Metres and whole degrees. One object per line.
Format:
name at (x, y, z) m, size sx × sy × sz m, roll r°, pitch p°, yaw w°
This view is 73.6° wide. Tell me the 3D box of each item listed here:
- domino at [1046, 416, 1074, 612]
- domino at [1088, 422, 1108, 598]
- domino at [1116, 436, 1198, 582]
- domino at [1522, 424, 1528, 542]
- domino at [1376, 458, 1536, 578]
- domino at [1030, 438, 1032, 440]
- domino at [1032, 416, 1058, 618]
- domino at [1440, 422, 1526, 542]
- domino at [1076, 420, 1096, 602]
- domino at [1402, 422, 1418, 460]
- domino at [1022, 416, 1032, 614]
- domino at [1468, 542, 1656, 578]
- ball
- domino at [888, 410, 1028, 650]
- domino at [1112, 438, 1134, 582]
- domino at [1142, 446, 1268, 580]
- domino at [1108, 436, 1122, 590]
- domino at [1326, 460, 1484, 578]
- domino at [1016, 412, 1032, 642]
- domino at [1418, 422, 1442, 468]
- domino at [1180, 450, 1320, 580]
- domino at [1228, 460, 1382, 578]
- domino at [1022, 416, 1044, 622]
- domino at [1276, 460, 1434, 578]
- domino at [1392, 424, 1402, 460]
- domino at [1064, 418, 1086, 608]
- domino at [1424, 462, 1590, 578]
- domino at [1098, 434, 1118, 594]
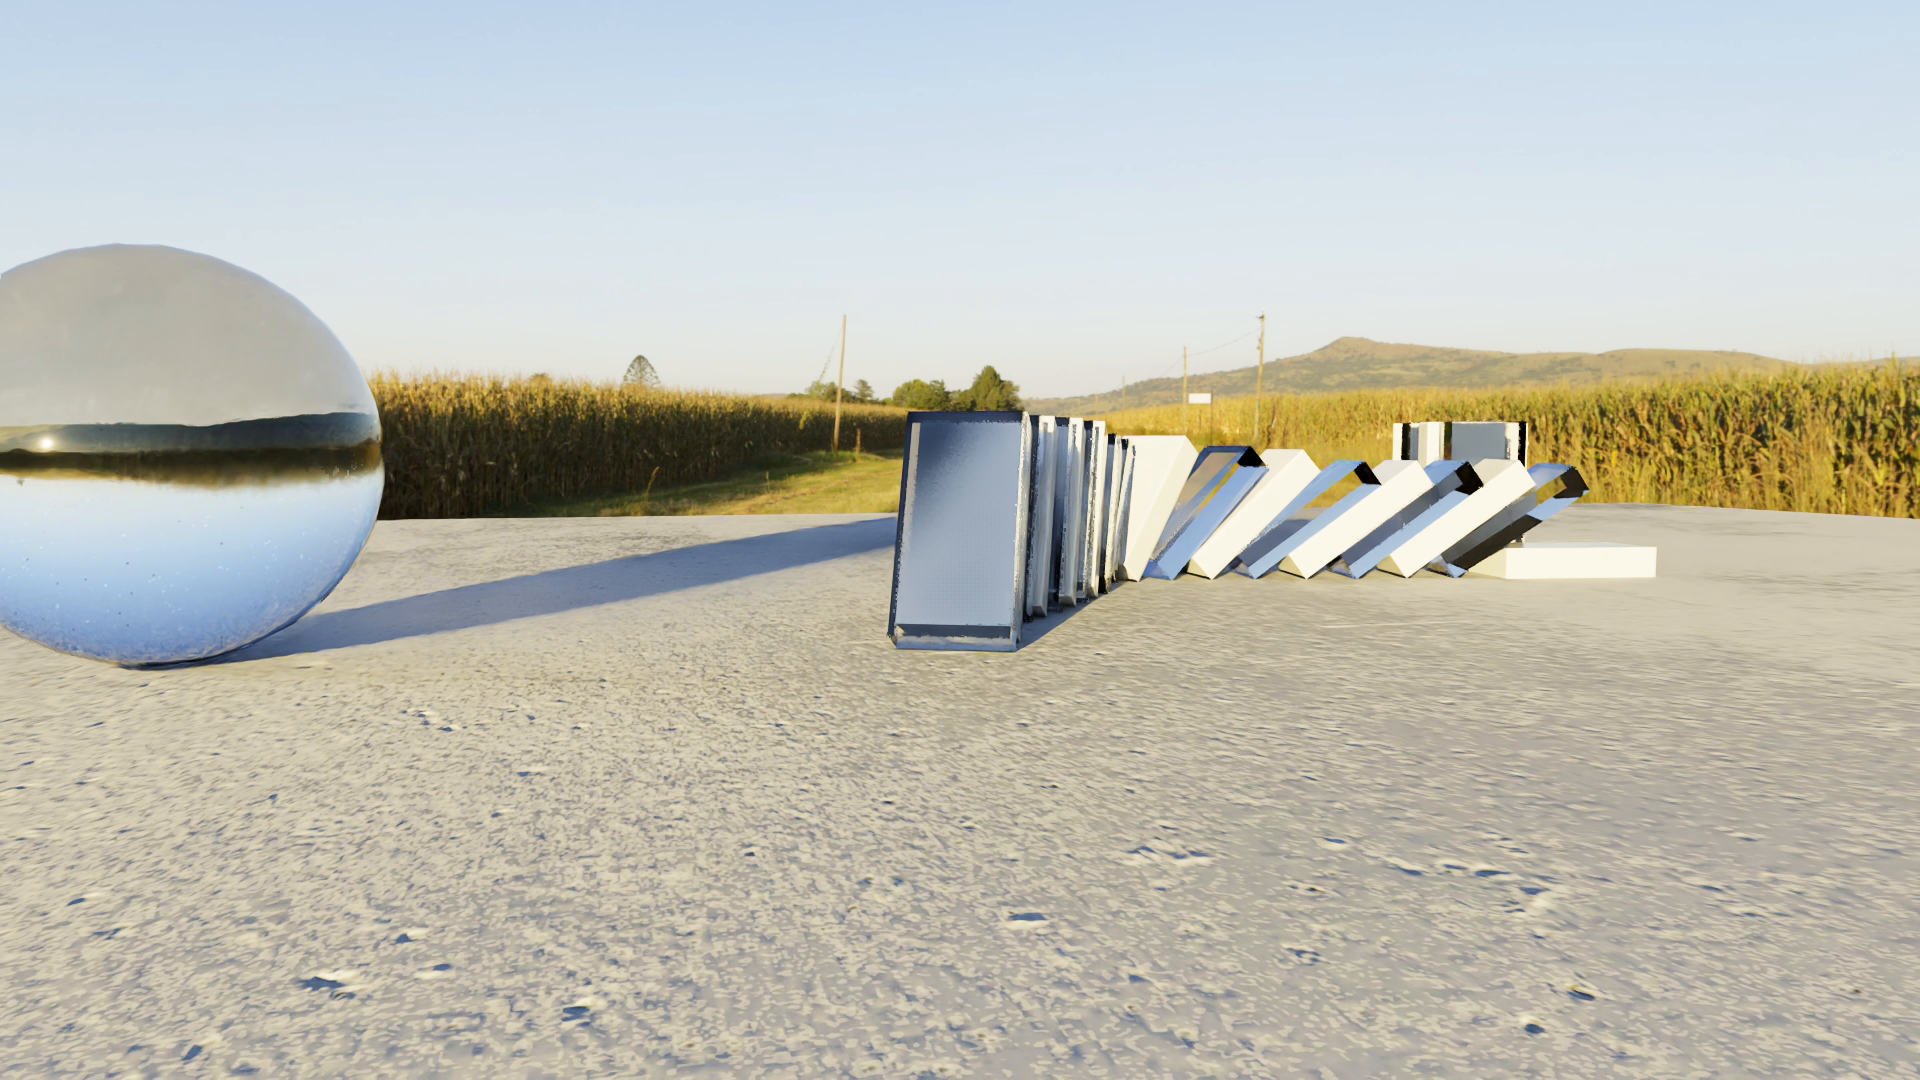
domino at (0.015, -0.007, 0.331) m, size 0.025 × 0.050 × 0.009 m, roll 1°, pitch -20°, yaw 12°
domino at (0.027, -0.009, 0.362) m, size 0.025 × 0.050 × 0.009 m, roll 1°, pitch -22°, yaw 13°
domino at (0.055, -0.011, 0.411) m, size 0.025 × 0.050 × 0.009 m, roll 4°, pitch -32°, yaw 45°
domino at (0.205, -0.019, 0.489) m, size 0.009 × 0.050 × 0.025 m, roll 0°, pitch 4°, yaw -5°
domino at (0.158, -0.008, 0.418) m, size 0.050 × 0.009 × 0.025 m, roll -36°, pitch 5°, yaw 1°
domino at (0.002, -0.004, 0.291) m, size 0.025 × 0.050 × 0.010 m, roll 1°, pitch -20°, yaw 9°
domino at (0.010, -0.006, 0.321) m, size 0.025 × 0.050 × 0.009 m, roll 1°, pitch -20°, yaw 12°
domino at (0.177, -0.015, 0.435) m, size 0.025 × 0.050 × 0.009 m, roll 0°, pitch 4°, yaw -1°
domino at (0.023, -0.008, 0.352) m, size 0.025 × 0.050 × 0.010 m, roll 1°, pitch -22°, yaw 12°
domino at (0.173, -0.017, 0.463) m, size 0.025 × 0.050 × 0.009 m, roll 0°, pitch 4°, yaw 1°
domino at (0.003, -0.005, 0.301) m, size 0.025 × 0.050 × 0.010 m, roll 1°, pitch -20°, yaw 9°
domino at (0.197, 0.006, 0.420) m, size 0.050 × 0.009 × 0.025 m, roll 0°, pitch 4°, yaw -6°
ball at (-0.154, -0.016, 0.246) m, size 0.080 × 0.080 × 0.080 m, roll 0°, pitch 4°, yaw 0°
domino at (0.000, -0.002, 0.270) m, size 0.025 × 0.050 × 0.009 m, roll 1°, pitch -20°, yaw 9°
domino at (0.039, -0.010, 0.403) m, size 0.025 × 0.050 × 0.009 m, roll 0°, pitch -38°, yaw 18°
domino at (0.074, -0.010, 0.416) m, size 0.050 × 0.010 × 0.025 m, roll -48°, pitch 20°, yaw -13°
domino at (0.035, -0.009, 0.388) m, size 0.025 × 0.050 × 0.009 m, roll 1°, pitch -35°, yaw 13°
domino at (0.142, -0.007, 0.417) m, size 0.050 × 0.010 × 0.025 m, roll -36°, pitch 5°, yaw 0°
domino at (0.002, -0.003, 0.280) m, size 0.025 × 0.050 × 0.010 m, roll 1°, pitch -20°, yaw 9°
domino at (0.174, -0.016, 0.449) m, size 0.025 × 0.050 × 0.010 m, roll 0°, pitch 4°, yaw 1°
domino at (0.091, -0.009, 0.417) m, size 0.050 × 0.010 × 0.025 m, roll -44°, pitch 12°, yaw -7°
domino at (0.109, -0.007, 0.417) m, size 0.050 × 0.010 × 0.025 m, roll -36°, pitch 6°, yaw -1°
domino at (0.006, -0.006, 0.312) m, size 0.025 × 0.050 × 0.009 m, roll 1°, pitch -20°, yaw 12°
domino at (0.126, -0.007, 0.417) m, size 0.050 × 0.009 × 0.025 m, roll -36°, pitch 6°, yaw -1°
domino at (0.175, -0.018, 0.479) m, size 0.025 × 0.050 × 0.009 m, roll 3°, pitch 5°, yaw 33°
domino at (0.019, -0.008, 0.341) m, size 0.025 × 0.050 × 0.009 m, roll 1°, pitch -20°, yaw 12°
domino at (0.175, -0.007, 0.418) m, size 0.050 × 0.009 × 0.025 m, roll -34°, pitch 5°, yaw 3°
domino at (0.032, -0.008, 0.376) m, size 0.025 × 0.050 × 0.010 m, roll 1°, pitch -33°, yaw 13°
